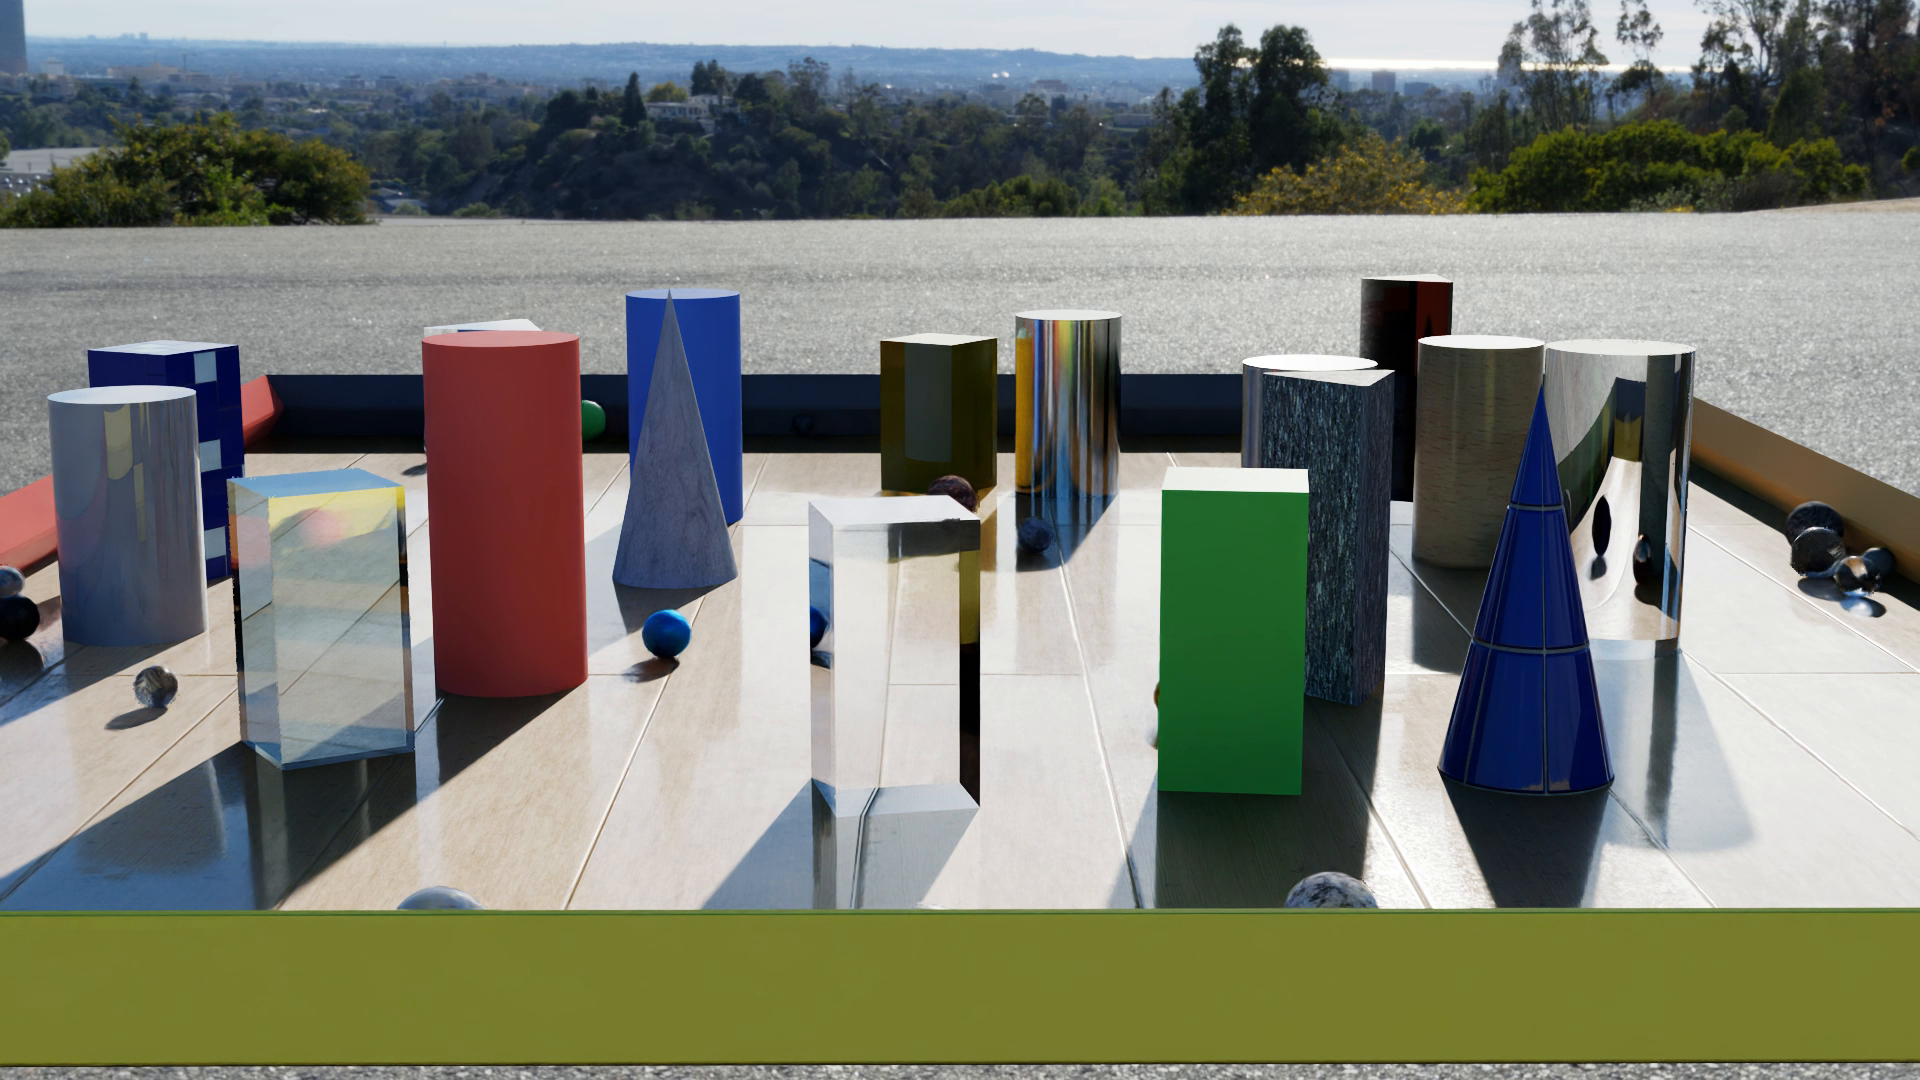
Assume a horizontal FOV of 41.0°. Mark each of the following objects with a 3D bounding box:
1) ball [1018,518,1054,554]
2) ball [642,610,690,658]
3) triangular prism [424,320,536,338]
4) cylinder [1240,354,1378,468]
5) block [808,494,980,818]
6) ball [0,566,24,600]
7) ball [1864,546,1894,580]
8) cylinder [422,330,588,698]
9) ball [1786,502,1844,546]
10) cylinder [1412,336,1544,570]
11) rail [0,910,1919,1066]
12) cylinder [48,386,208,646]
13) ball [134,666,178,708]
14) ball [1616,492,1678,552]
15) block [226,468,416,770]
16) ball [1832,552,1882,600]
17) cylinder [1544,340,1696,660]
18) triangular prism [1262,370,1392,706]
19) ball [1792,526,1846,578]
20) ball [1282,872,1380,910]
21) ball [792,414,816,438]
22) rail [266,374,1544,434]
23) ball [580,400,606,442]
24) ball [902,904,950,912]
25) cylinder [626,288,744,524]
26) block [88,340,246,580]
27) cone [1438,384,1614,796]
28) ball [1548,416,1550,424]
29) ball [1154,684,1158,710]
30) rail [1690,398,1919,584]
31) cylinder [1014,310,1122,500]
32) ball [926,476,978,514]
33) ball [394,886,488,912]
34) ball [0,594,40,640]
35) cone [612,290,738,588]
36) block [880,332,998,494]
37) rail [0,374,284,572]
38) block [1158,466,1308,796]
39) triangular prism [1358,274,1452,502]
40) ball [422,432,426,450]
[{"bbox_3d":[0.113,-0.006,3.827,0.052,0.052,0.052,0,11,0],"label":"ball"},{"bbox_3d":[-0.361,0.116,3.154,0.059,0.059,0.059,0,11,0],"label":"ball"},{"bbox_3d":[-0.581,-0.081,3.297,0.156,0.394,0.135,3,11,13],"label":"triangular prism"},{"bbox_3d":[0.472,-0.081,3.488,0.180,0.323,0.180,0,11,0],"label":"cylinder"},{"bbox_3d":[-0.066,0.112,2.554,0.144,0.289,0.144,-2,11,-13],"label":"block"},{"bbox_3d":[-1.297,0.060,3.481,0.049,0.049,0.049,0,11,0],"label":"ball"},{"bbox_3d":[1.298,0.033,3.629,0.047,0.047,0.047,0,11,0],"label":"ball"},{"bbox_3d":[-0.533,-0.034,3.014,0.180,0.406,0.180,0,11,0],"label":"cylinder"},{"bbox_3d":[1.262,-0.015,3.790,0.083,0.083,0.083,0,11,0],"label":"ball"},{"bbox_3d":[0.759,-0.131,3.765,0.180,0.320,0.180,0,11,0],"label":"cylinder"},{"bbox_3d":[0.009,0.322,1.894,2.698,0.117,0.045,0,11,0],"label":"rail"},{"bbox_3d":[-1.062,-0.034,3.280,0.180,0.307,0.180,0,11,0],"label":"cylinder"},{"bbox_3d":[-0.913,0.167,2.913,0.048,0.048,0.048,0,11,0],"label":"ball"},{"bbox_3d":[1.026,-0.028,3.837,0.090,0.090,0.090,0,11,0],"label":"ball"},{"bbox_3d":[-0.680,0.080,2.729,0.144,0.286,0.144,-7,13,-32],"label":"block"},{"bbox_3d":[1.226,0.050,3.507,0.065,0.065,0.065,0,11,0],"label":"ball"},{"bbox_3d":[0.815,-0.054,3.202,0.180,0.375,0.180,0,11,0],"label":"cylinder"},{"bbox_3d":[0.453,-0.010,2.992,0.135,0.367,0.156,-9,14,-39],"label":"triangular prism"},{"bbox_3d":[1.217,0.018,3.635,0.074,0.074,0.074,0,11,0],"label":"ball"},{"bbox_3d":[0.300,0.309,2.071,0.080,0.080,0.080,0,11,0],"label":"ball"},{"bbox_3d":[-0.304,-0.221,4.986,0.046,0.046,0.046,0,11,0],"label":"ball"},{"bbox_3d":[-0.009,-0.262,5.006,2.698,0.117,0.045,0,11,0],"label":"rail"},{"bbox_3d":[-0.720,-0.229,4.932,0.081,0.081,0.081,0,11,0],"label":"ball"},{"bbox_3d":[-0.025,0.323,1.997,0.079,0.079,0.079,0,11,0],"label":"ball"},{"bbox_3d":[-0.439,-0.213,4.094,0.180,0.360,0.180,0,11,0],"label":"cylinder"},{"bbox_3d":[-1.121,-0.111,3.641,0.144,0.326,0.144,5,12,27],"label":"block"},{"bbox_3d":[0.585,0.041,2.619,0.180,0.404,0.180,0,11,0],"label":"cone"},{"bbox_3d":[1.106,-0.230,4.968,0.069,0.069,0.069,0,11,0],"label":"ball"},{"bbox_3d":[0.244,0.174,2.848,0.059,0.059,0.059,0,11,0],"label":"ball"},{"bbox_3d":[1.326,0.029,3.457,0.045,0.117,3.214,0,11,0],"label":"rail"},{"bbox_3d":[0.183,-0.233,4.357,0.180,0.300,0.180,0,11,0],"label":"cylinder"},{"bbox_3d":[-0.015,-0.060,4.025,0.083,0.083,0.083,0,11,0],"label":"ball"},{"bbox_3d":[-0.409,0.316,2.018,0.086,0.086,0.086,0,11,0],"label":"ball"},{"bbox_3d":[-1.197,0.098,3.251,0.058,0.058,0.058,0,11,0],"label":"ball"},{"bbox_3d":[-0.406,-0.151,3.622,0.180,0.411,0.180,0,11,0],"label":"cone"},{"bbox_3d":[-0.036,-0.216,4.391,0.144,0.256,0.144,7,13,32],"label":"block"},{"bbox_3d":[-1.326,0.031,3.442,0.045,0.117,3.214,0,11,0],"label":"rail"},{"bbox_3d":[0.279,0.090,2.620,0.144,0.308,0.144,1,11,7],"label":"block"},{"bbox_3d":[0.765,-0.257,4.303,0.156,0.368,0.135,6,12,29],"label":"triangular prism"},{"bbox_3d":[-0.941,-0.179,4.680,0.076,0.076,0.076,0,11,0],"label":"ball"}]
